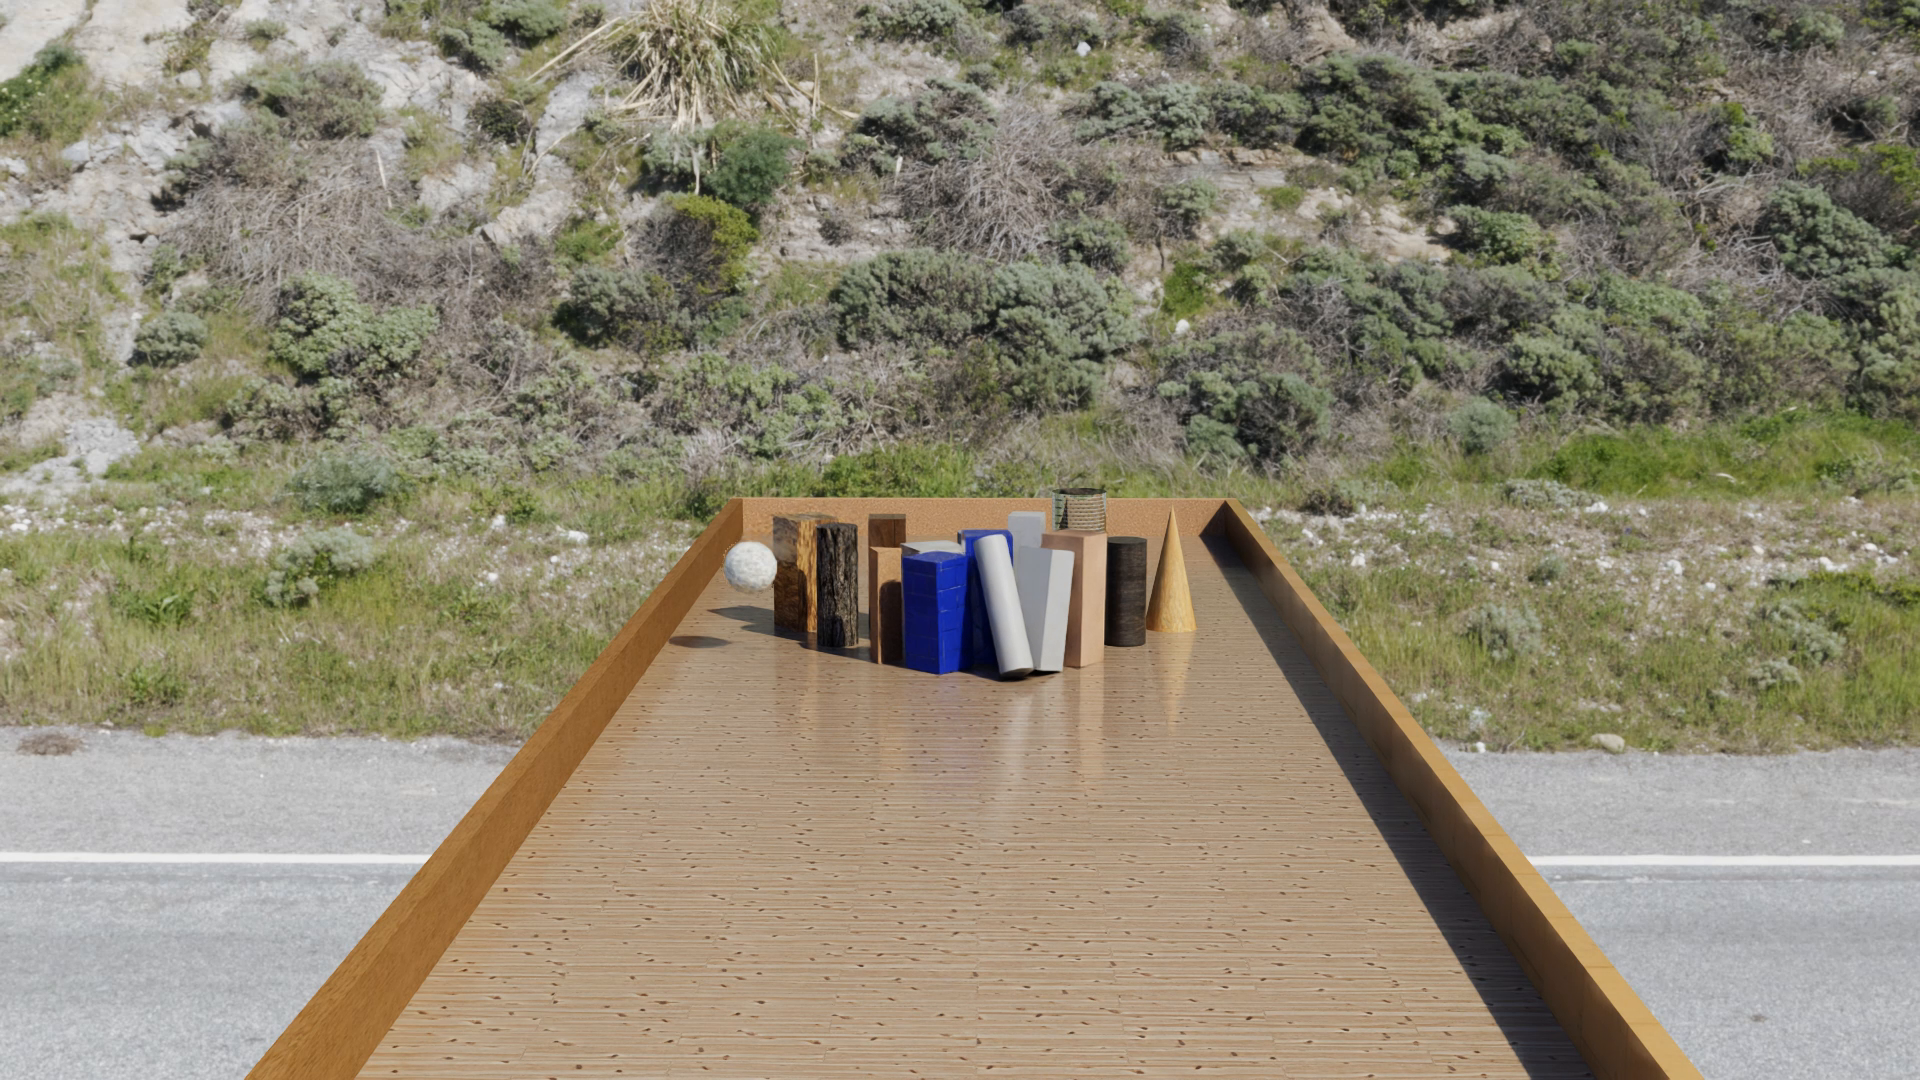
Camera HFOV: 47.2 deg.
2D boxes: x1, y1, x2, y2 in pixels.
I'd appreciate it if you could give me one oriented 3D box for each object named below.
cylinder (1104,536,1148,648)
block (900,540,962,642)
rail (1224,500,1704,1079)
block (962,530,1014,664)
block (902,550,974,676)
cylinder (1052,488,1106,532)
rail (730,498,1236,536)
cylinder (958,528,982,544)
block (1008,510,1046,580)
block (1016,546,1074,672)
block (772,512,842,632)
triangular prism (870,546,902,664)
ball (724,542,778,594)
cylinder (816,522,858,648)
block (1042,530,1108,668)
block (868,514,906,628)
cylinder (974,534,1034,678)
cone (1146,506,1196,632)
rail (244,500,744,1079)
[{"bbox_3d":[0.516,0.162,6.936,0.145,0.329,0.145,0,9,0],"label":"cylinder"},{"bbox_3d":[-0.082,0.171,6.934,0.165,0.312,0.165,-4,10,-23],"label":"block"},{"bbox_3d":[1.046,0.843,3.208,0.050,0.150,12.000,0,9,1],"label":"rail"},{"bbox_3d":[0.082,0.171,6.688,0.143,0.388,0.143,-1,9,-5],"label":"block"},{"bbox_3d":[-0.065,0.215,6.555,0.141,0.338,0.141,9,15,44],"label":"block"},{"bbox_3d":[0.387,0.065,7.164,0.176,0.450,0.176,0,9,0],"label":"cylinder"},{"bbox_3d":[0.099,-0.098,9.147,2.100,0.150,0.050,0,9,1],"label":"rail"},{"bbox_3d":[0.054,0.128,7.203,0.125,0.313,0.125,0,9,0],"label":"cylinder"},{"bbox_3d":[0.210,0.120,6.938,0.103,0.411,0.103,2,9,11],"label":"block"},{"bbox_3d":[0.241,0.204,6.524,0.118,0.358,0.118,6,-1,37],"label":"block"},{"bbox_3d":[-0.499,0.103,7.209,0.165,0.361,0.165,-6,11,-32],"label":"block"},{"bbox_3d":[-0.241,0.195,6.681,0.085,0.343,0.098,8,12,43],"label":"triangular prism"},{"bbox_3d":[-0.644,0.085,6.755,0.164,0.164,0.164,0,9,0],"label":"ball"},{"bbox_3d":[-0.386,0.141,6.923,0.130,0.375,0.130,0,9,0],"label":"cylinder"},{"bbox_3d":[0.342,0.173,6.652,0.145,0.391,0.145,6,9,31],"label":"block"},{"bbox_3d":[-0.238,0.101,7.225,0.122,0.360,0.122,0,9,-1],"label":"block"},{"bbox_3d":[0.128,0.195,6.472,0.100,0.412,0.100,-11,-17,-3],"label":"cylinder"},{"bbox_3d":[0.689,0.083,7.172,0.174,0.411,0.174,0,9,0],"label":"cone"},{"bbox_3d":[-1.004,0.839,3.234,0.050,0.150,12.000,0,9,1],"label":"rail"}]
